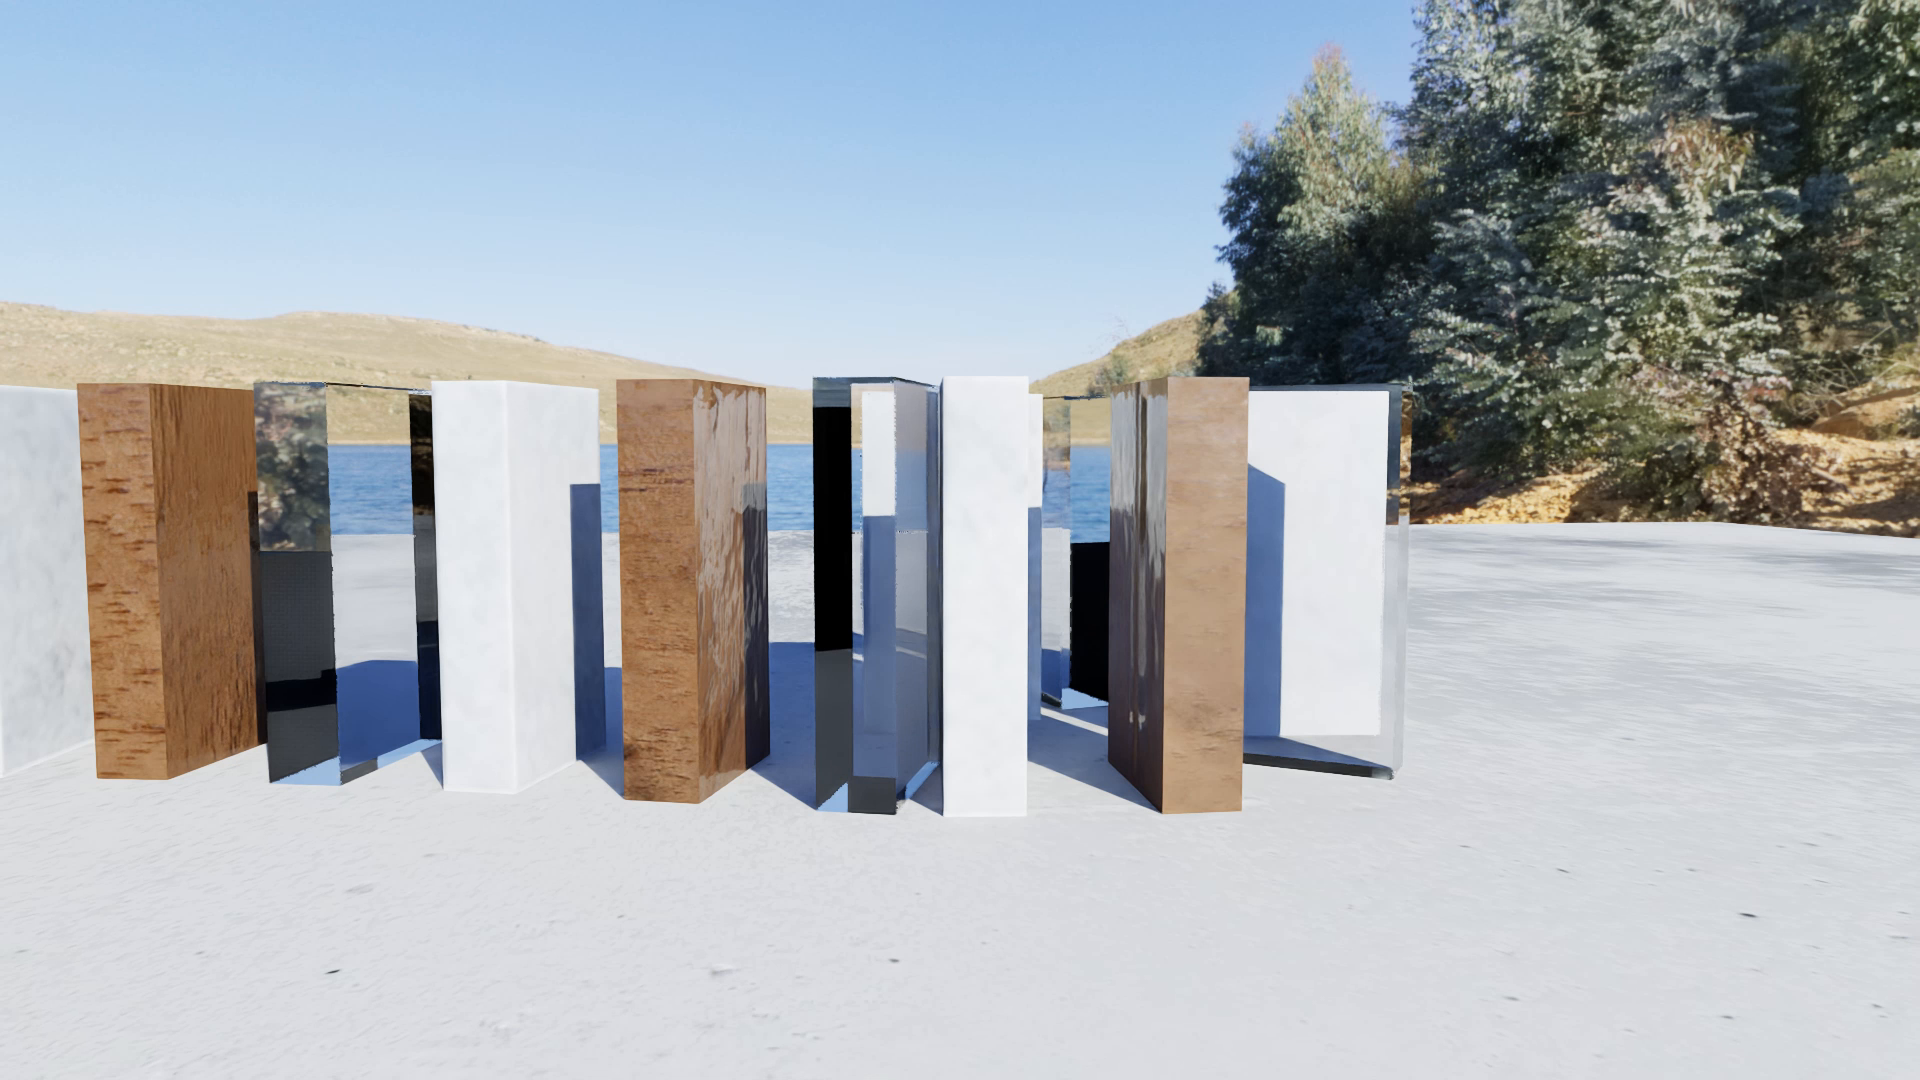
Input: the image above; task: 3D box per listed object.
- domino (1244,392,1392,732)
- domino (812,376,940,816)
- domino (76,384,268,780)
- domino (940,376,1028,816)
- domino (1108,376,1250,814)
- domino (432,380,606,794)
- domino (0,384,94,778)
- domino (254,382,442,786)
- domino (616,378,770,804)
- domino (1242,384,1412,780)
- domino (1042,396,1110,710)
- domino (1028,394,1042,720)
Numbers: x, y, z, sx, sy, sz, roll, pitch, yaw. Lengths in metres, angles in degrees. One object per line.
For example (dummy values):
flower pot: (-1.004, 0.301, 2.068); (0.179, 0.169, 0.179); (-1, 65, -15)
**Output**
domino: (0.050, 0.003, 0.194); (0.025, 0.050, 0.009); (0, 4, -2)
domino: (-0.010, 0.006, 0.158); (0.010, 0.050, 0.025); (1, 4, 11)
domino: (-0.104, 0.005, 0.173); (0.010, 0.050, 0.025); (0, 4, 5)
domino: (0.002, 0.006, 0.157); (0.010, 0.050, 0.025); (0, 4, -2)
domino: (0.026, 0.006, 0.159); (0.010, 0.050, 0.025); (-1, 4, -8)
domino: (-0.057, 0.005, 0.167); (0.010, 0.050, 0.025); (1, 4, 10)
domino: (-0.128, 0.005, 0.174); (0.009, 0.050, 0.025); (0, 4, -5)
domino: (-0.080, 0.005, 0.171); (0.010, 0.050, 0.025); (1, 4, 7)
domino: (-0.033, 0.005, 0.163); (0.009, 0.050, 0.025); (1, 4, 11)
domino: (0.046, 0.005, 0.170); (0.025, 0.050, 0.010); (2, 5, 27)
domino: (0.016, 0.001, 0.217); (0.010, 0.050, 0.025); (-2, 5, -23)
domino: (0.000, 0.002, 0.201); (0.025, 0.050, 0.009); (0, 4, 0)
